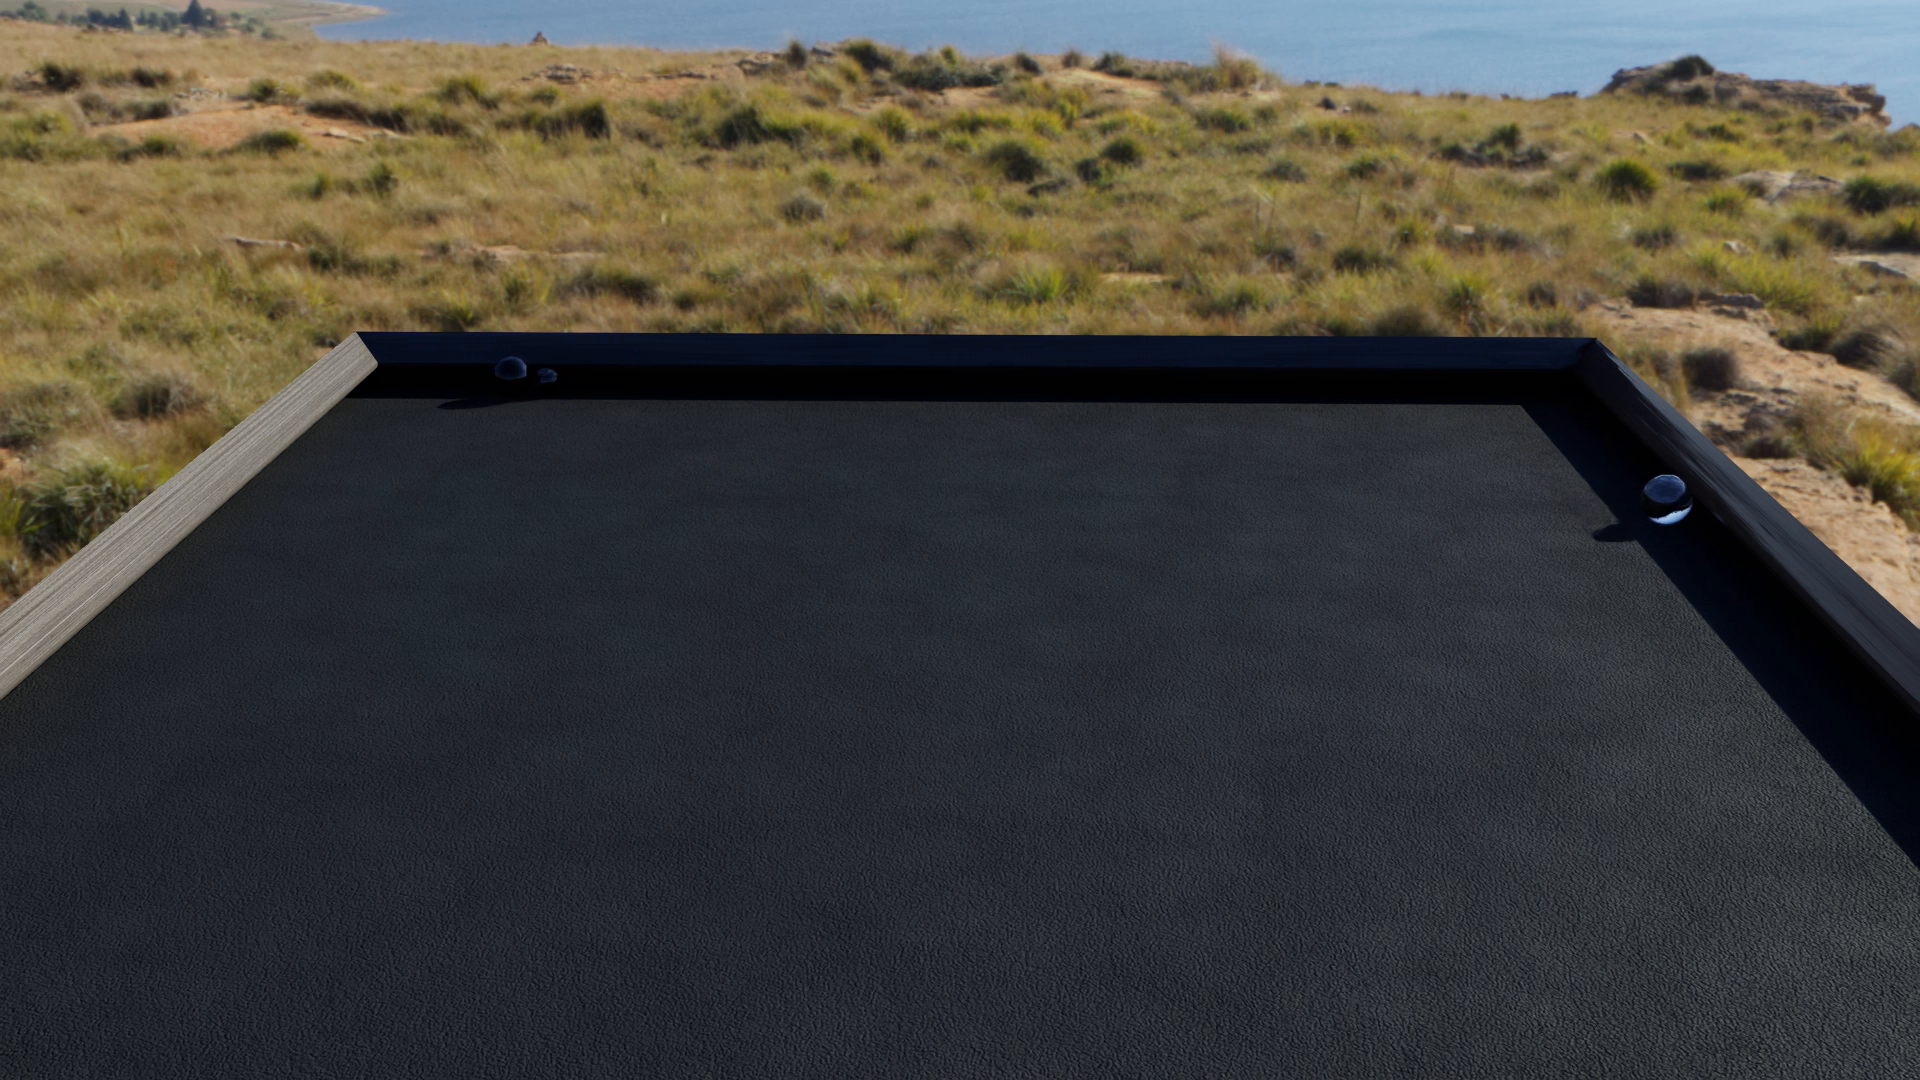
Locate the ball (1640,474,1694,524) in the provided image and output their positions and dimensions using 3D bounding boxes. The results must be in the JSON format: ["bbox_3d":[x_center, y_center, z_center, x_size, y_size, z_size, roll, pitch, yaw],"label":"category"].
[{"bbox_3d":[0.881,-0.050,2.741,0.063,0.063,0.063,0,18,0],"label":"ball"}]

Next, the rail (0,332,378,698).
[{"bbox_3d":[-0.949,0.241,1.830,0.045,0.082,3.332,0,18,1],"label":"rail"}]

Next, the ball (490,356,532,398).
[{"bbox_3d":[-0.680,-0.247,3.336,0.062,0.062,0.062,0,18,0],"label":"ball"}]

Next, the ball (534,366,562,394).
[{"bbox_3d":[-0.629,-0.243,3.355,0.042,0.042,0.042,0,18,0],"label":"ball"}]

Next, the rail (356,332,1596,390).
[{"bbox_3d":[0.018,-0.269,3.369,1.909,0.082,0.045,0,18,1],"label":"rail"}]

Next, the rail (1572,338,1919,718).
[{"bbox_3d":[0.912,0.254,1.792,0.045,0.082,3.332,0,18,1],"label":"rail"}]
